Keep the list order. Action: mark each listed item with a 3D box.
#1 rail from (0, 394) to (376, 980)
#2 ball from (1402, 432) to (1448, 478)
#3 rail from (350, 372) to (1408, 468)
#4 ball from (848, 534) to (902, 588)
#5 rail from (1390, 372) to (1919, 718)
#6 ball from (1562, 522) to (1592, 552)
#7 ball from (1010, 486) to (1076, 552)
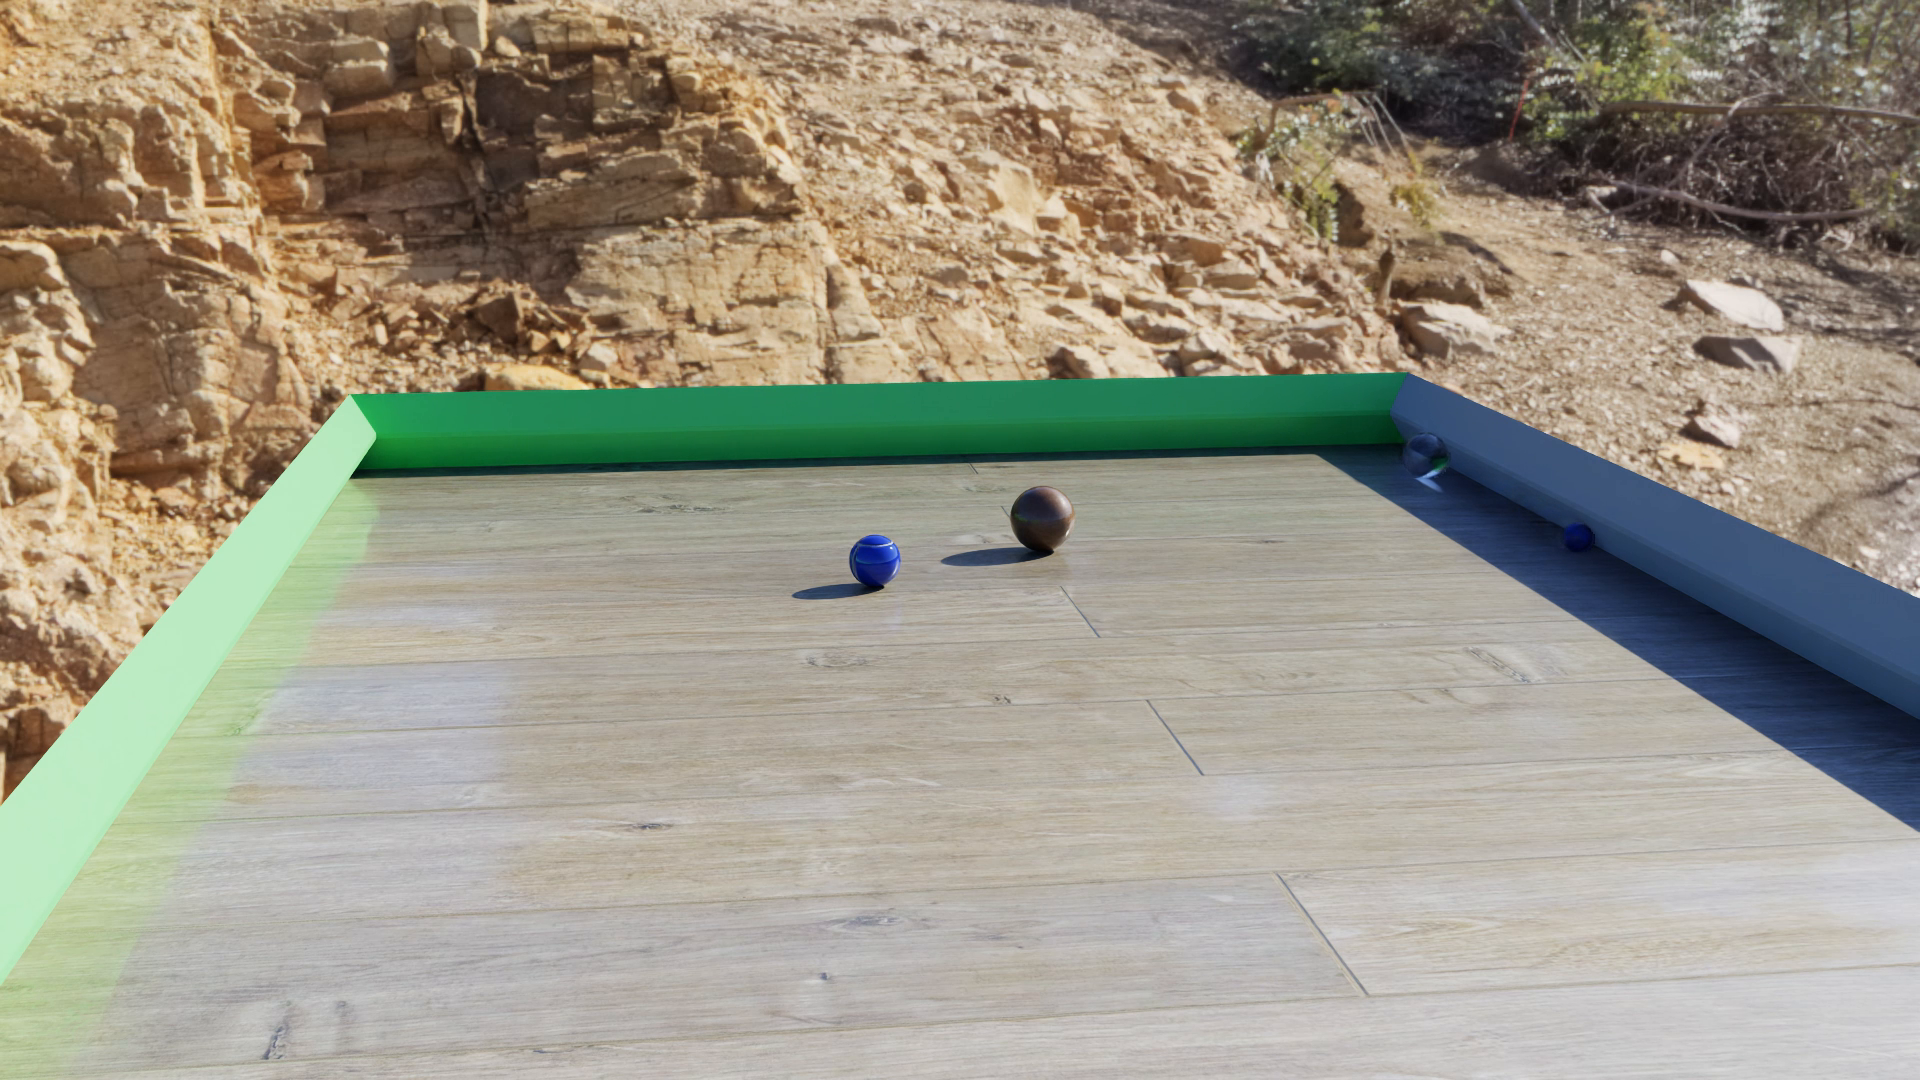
[{"bbox_3d":[-0.750,0.174,2.037,0.045,0.122,3.178,-2,13,-8],"label":"rail"},{"bbox_3d":[0.740,-0.134,3.500,0.073,0.073,0.073,0,13,0],"label":"ball"},{"bbox_3d":[-0.104,-0.197,3.663,1.779,0.122,0.045,-2,13,-8],"label":"rail"},{"bbox_3d":[-0.109,0.027,2.809,0.067,0.067,0.067,0,13,0],"label":"ball"},{"bbox_3d":[0.965,0.122,2.265,0.045,0.122,3.178,-2,13,-8],"label":"rail"},{"bbox_3d":[0.844,-0.004,3.004,0.040,0.040,0.040,0,13,0],"label":"ball"},{"bbox_3d":[0.113,-0.029,3.002,0.090,0.090,0.090,0,13,0],"label":"ball"}]
